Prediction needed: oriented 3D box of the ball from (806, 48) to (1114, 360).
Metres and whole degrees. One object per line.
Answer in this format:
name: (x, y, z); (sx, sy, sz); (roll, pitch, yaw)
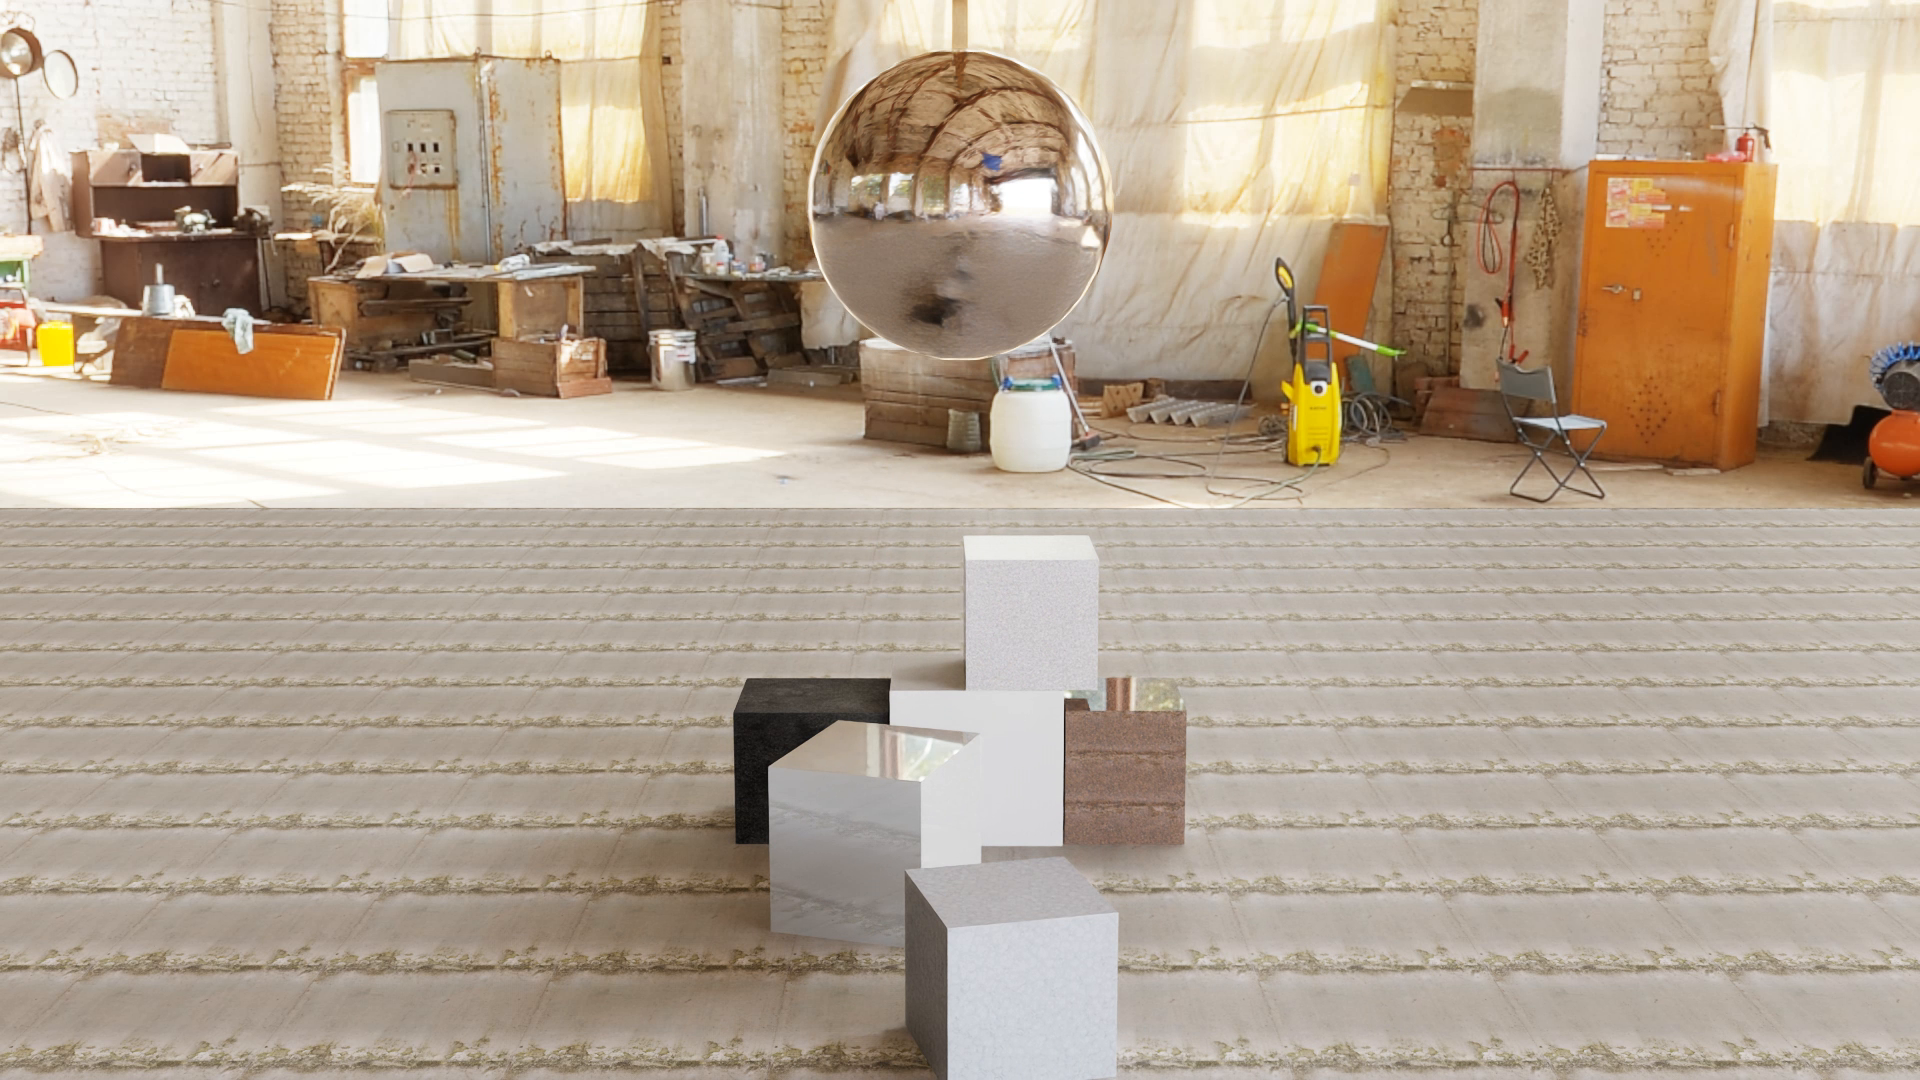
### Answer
ball: (0.000, -1.740, 11.443); (1.600, 1.600, 1.600); (0, 10, 0)

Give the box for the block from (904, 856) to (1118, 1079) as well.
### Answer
block: (0.187, 1.673, 8.539); (0.660, 0.653, 0.682); (-3, 11, -15)

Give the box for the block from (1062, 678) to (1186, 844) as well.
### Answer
block: (0.831, 1.134, 11.382); (0.605, 0.697, 0.687); (0, 10, 0)

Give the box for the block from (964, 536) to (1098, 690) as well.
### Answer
block: (0.351, 0.363, 11.222); (0.655, 0.662, 0.671); (0, 10, -1)

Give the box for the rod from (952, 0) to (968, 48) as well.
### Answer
rod: (0.000, -5.012, 10.520); (0.080, 5.200, 0.080); (0, 16, 0)

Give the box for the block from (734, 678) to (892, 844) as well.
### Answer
block: (-0.746, 1.136, 11.405); (0.774, 0.685, 0.721); (0, 10, 0)

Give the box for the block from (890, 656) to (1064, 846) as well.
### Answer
block: (0.082, 1.078, 11.388); (0.867, 0.804, 0.759); (0, 10, 0)

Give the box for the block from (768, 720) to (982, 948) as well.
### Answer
block: (-0.376, 1.332, 10.094); (0.719, 0.768, 0.838); (3, 11, 18)
